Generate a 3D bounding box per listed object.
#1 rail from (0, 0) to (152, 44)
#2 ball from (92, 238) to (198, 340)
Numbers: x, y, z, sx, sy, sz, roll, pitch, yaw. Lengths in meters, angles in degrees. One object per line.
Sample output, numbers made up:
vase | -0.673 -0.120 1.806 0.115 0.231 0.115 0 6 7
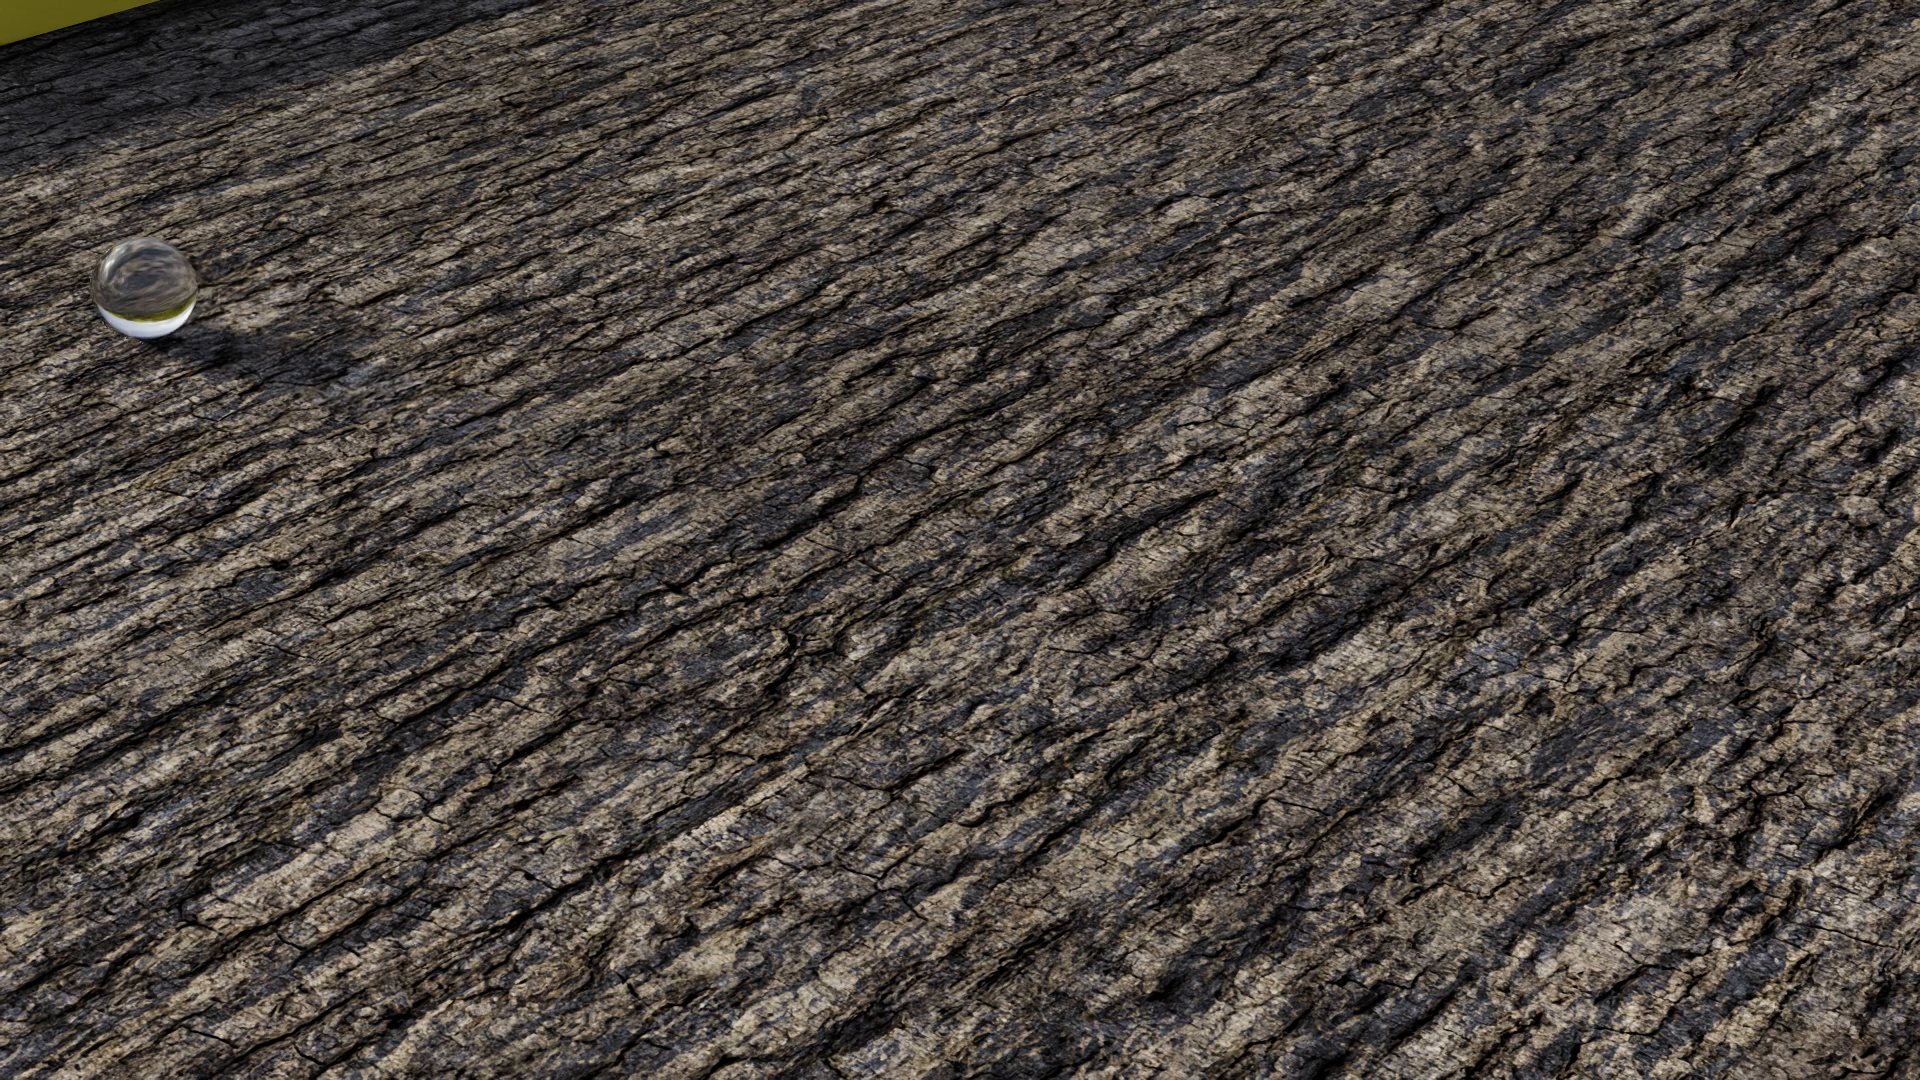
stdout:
rail | -0.260 -0.799 3.132 0.045 0.122 4.497 21 34 34
ball | -0.552 -0.170 1.993 0.069 0.069 0.069 0 28 0
